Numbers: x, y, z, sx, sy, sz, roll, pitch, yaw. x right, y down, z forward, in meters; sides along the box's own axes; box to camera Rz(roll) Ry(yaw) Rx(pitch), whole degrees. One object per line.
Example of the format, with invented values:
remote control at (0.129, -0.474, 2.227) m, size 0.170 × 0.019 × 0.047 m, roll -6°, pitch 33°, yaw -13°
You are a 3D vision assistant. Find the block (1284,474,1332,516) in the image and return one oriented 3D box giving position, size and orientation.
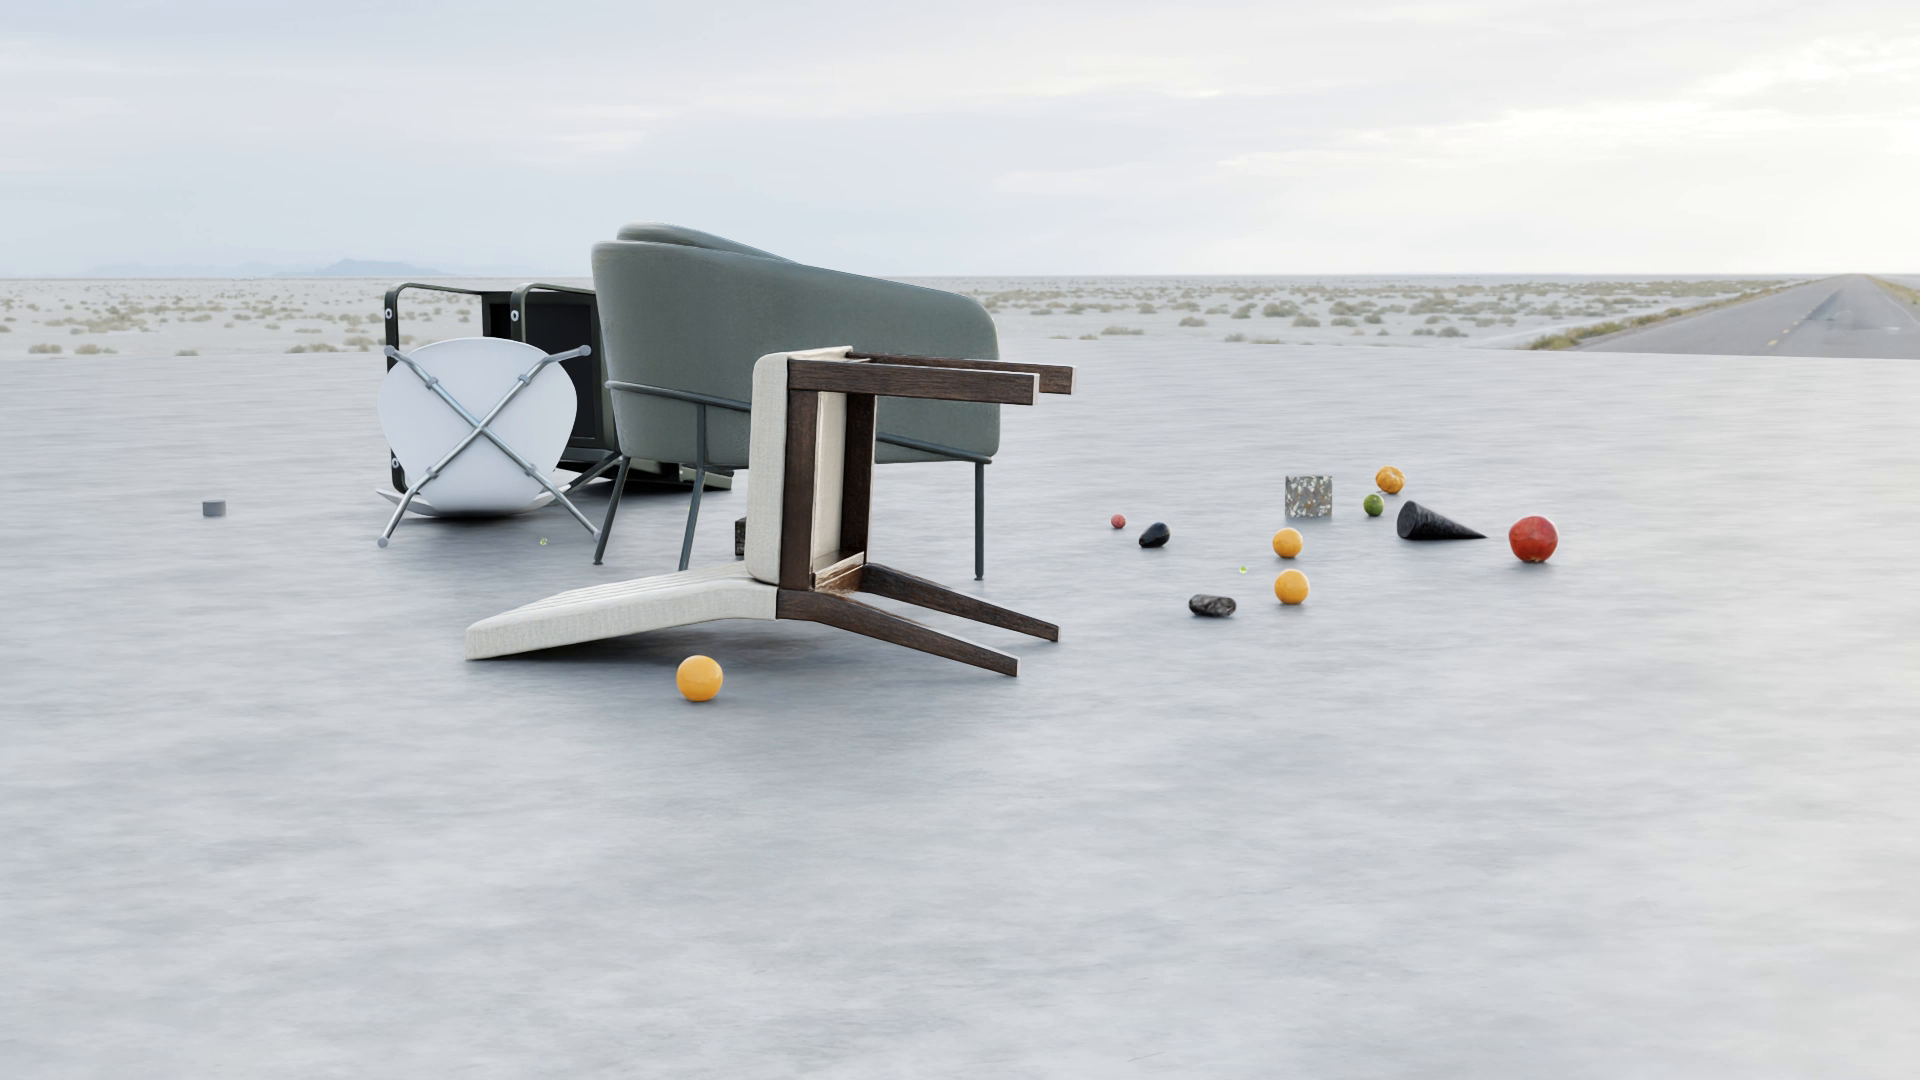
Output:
block at (0.960, -0.122, 7.063) m, size 0.119 × 0.109 × 0.049 m, roll -2°, pitch 6°, yaw -18°

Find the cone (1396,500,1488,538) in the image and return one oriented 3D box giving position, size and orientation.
cone at (1.228, -0.029, 6.457) m, size 0.216 × 0.097 × 0.205 m, roll 13°, pitch 0°, yaw -3°

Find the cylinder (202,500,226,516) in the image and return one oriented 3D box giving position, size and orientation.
cylinder at (-2.060, -0.089, 7.086) m, size 0.060 × 0.038 × 0.084 m, roll 0°, pitch 6°, yaw 0°

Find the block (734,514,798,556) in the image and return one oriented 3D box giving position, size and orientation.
block at (-0.461, -0.012, 6.130) m, size 0.122 × 0.081 × 0.168 m, roll 1°, pitch 6°, yaw 7°

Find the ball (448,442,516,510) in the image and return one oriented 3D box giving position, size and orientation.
ball at (-1.341, -0.177, 7.198) m, size 0.191 × 0.191 × 0.191 m, roll 0°, pitch 6°, yaw 0°
